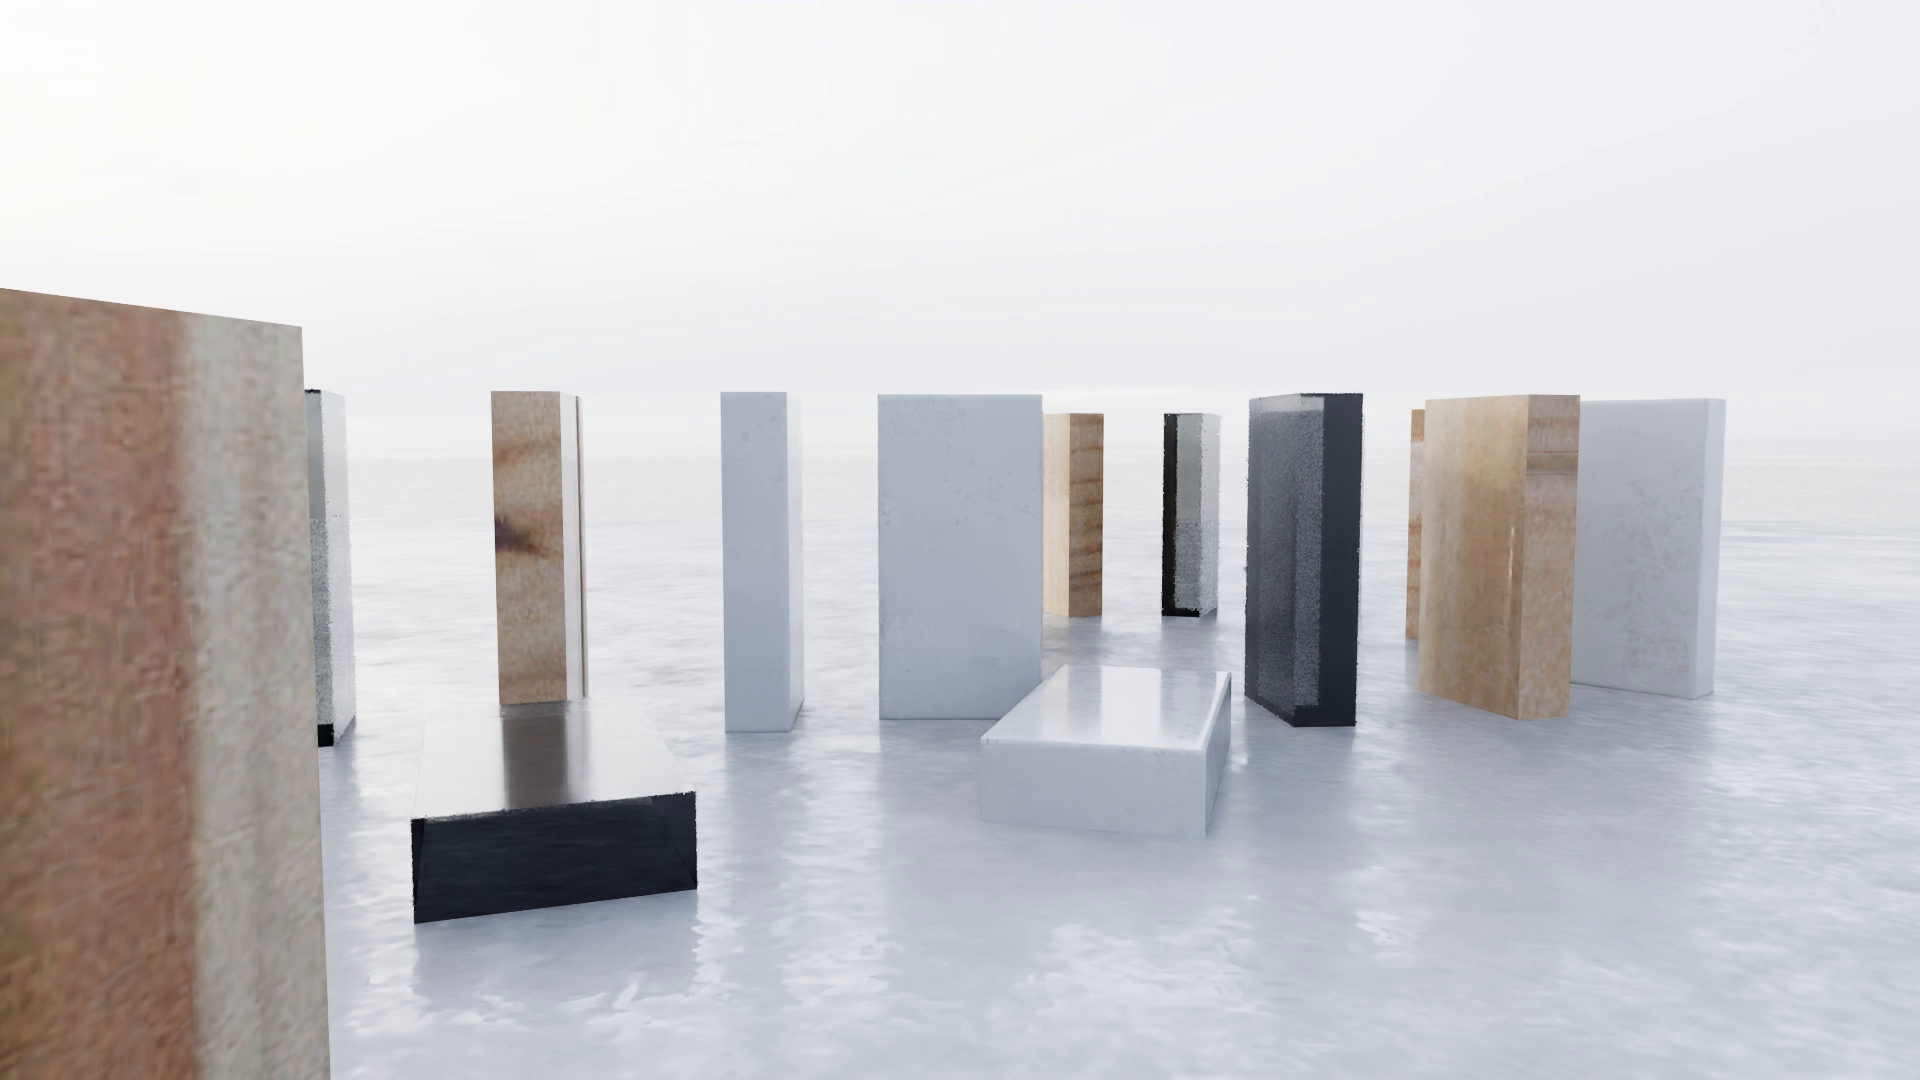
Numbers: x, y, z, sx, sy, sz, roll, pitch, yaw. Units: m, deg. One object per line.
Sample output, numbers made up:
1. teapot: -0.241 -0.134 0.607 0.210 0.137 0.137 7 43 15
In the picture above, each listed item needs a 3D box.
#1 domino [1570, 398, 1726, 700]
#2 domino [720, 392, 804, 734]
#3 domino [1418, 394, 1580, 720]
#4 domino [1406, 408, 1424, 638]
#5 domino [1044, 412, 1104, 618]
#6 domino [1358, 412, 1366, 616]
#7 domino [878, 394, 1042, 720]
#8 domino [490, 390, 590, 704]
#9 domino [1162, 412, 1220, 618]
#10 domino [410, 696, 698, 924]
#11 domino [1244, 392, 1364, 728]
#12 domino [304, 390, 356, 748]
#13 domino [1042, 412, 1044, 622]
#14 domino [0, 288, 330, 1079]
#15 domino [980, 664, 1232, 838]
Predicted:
1. domino: 0.117 0.001 0.224 0.010 0.050 0.025 -4 6 -42
2. domino: -0.030 0.003 0.200 0.009 0.050 0.025 0 4 -2
3. domino: 0.087 0.002 0.209 0.010 0.050 0.025 -1 4 -16
4. domino: 0.111 -0.004 0.285 0.025 0.050 0.010 -3 5 -37
5. domino: 0.026 -0.007 0.327 0.010 0.050 0.025 -2 5 -23
6. domino: 0.088 -0.006 0.309 0.010 0.050 0.025 3 5 38
7. domino: 0.000 0.002 0.201 0.025 0.050 0.010 0 4 0
8. domino: -0.064 0.003 0.197 0.009 0.050 0.025 -1 4 -9
9. domino: 0.059 -0.007 0.326 0.009 0.050 0.025 2 5 21
10. domino: -0.046 0.027 0.141 0.025 0.010 0.050 -2 5 -21
11. domino: 0.054 0.002 0.204 0.009 0.050 0.025 0 4 -5
12. domino: -0.097 0.003 0.189 0.009 0.050 0.025 -1 5 -19
13. domino: 0.006 -0.005 0.301 0.025 0.050 0.010 1 4 18
14. domino: -0.049 0.012 0.073 0.010 0.050 0.025 1 4 11
15. domino: 0.021 0.025 0.166 0.025 0.010 0.050 1 4 15
